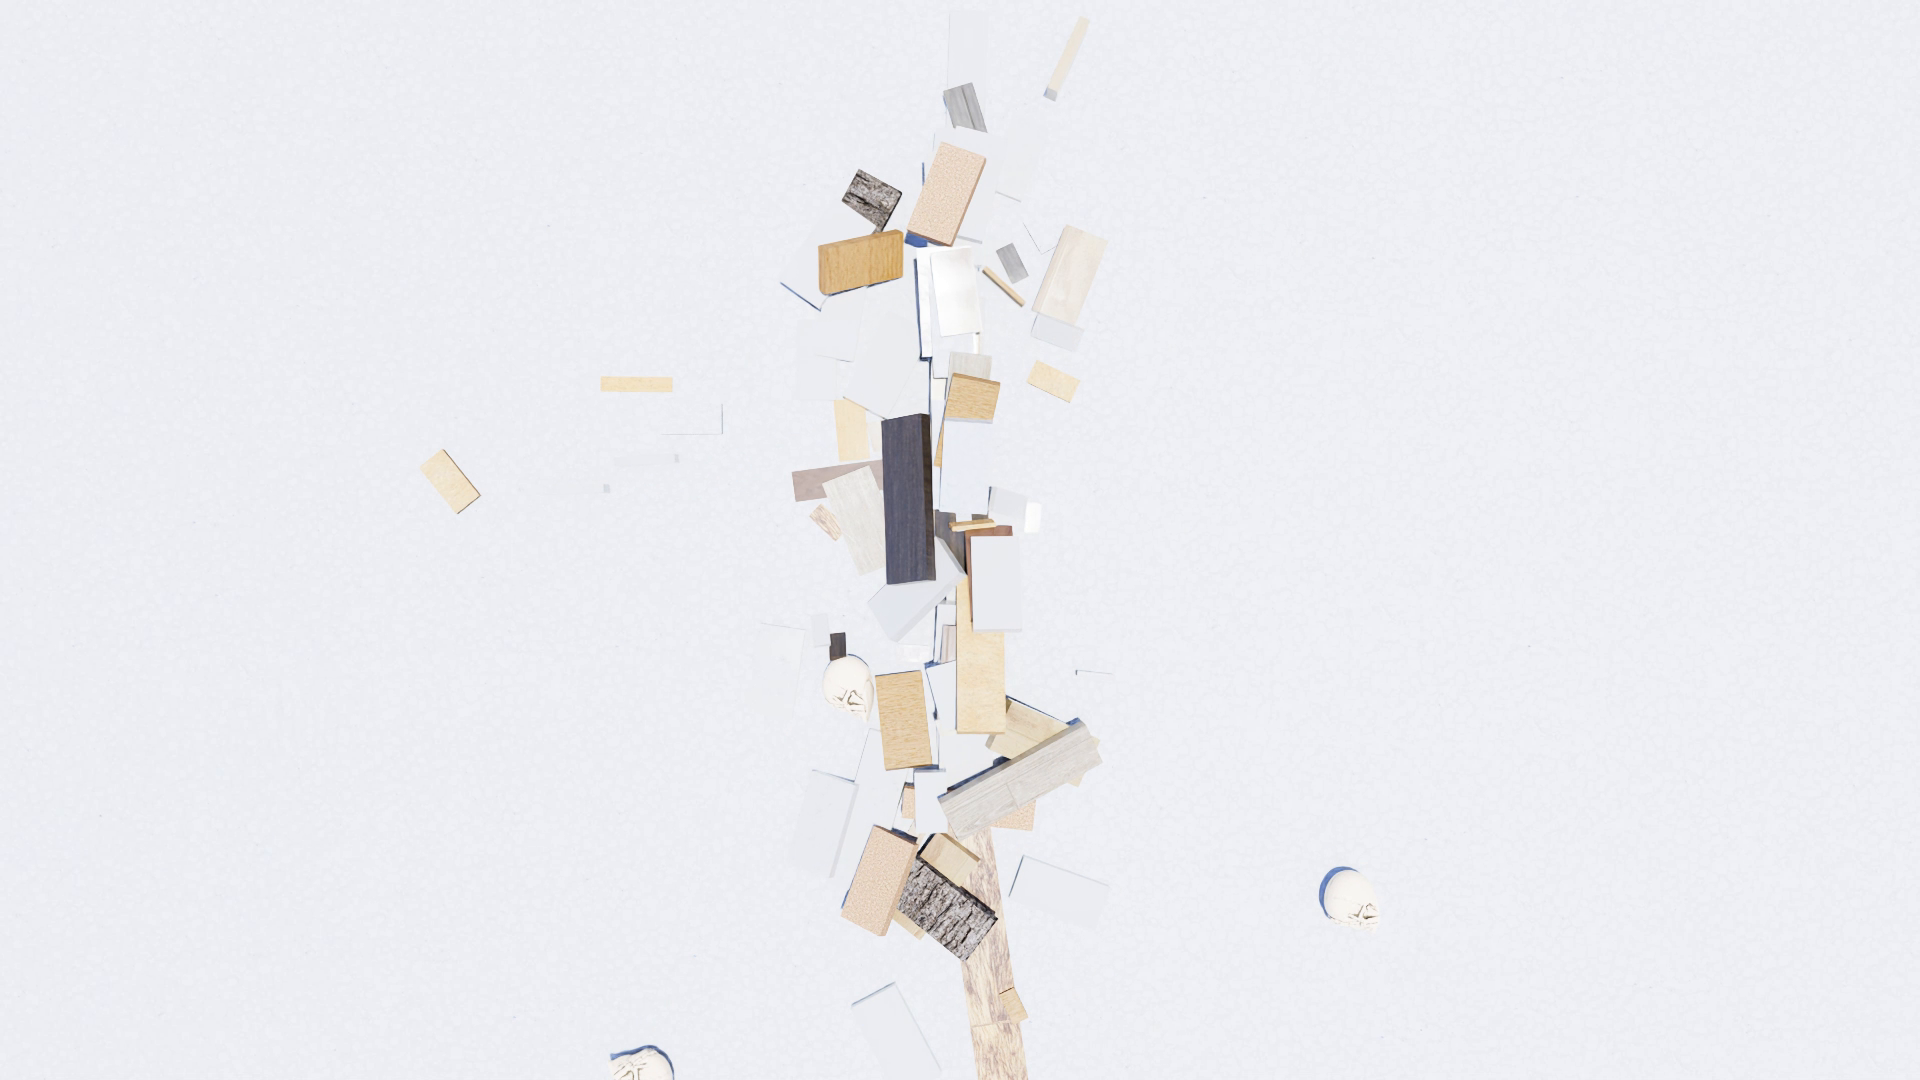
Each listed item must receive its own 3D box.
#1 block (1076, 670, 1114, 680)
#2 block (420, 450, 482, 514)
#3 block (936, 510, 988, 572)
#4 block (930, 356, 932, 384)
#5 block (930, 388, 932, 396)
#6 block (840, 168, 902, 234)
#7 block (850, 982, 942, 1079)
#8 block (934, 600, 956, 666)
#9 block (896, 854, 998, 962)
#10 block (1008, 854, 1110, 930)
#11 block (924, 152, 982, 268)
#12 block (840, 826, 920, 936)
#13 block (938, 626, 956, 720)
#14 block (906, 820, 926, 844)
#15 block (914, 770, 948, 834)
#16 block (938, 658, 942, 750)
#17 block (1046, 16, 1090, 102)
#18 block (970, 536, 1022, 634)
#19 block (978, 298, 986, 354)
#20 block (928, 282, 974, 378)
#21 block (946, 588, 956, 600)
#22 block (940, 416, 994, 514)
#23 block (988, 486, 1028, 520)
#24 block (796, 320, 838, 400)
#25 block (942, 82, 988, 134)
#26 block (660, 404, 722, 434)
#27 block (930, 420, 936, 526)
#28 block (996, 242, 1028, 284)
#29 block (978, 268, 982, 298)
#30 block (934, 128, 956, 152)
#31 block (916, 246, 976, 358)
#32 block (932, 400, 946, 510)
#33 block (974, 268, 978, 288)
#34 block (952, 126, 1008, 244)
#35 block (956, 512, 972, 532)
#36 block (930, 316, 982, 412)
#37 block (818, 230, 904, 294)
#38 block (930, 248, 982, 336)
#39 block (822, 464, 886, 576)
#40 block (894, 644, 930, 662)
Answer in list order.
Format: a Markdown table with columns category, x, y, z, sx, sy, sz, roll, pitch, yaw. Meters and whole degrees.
| category | x | y | z | sx | sy | sz | roll | pitch | yaw |
| --- | --- | --- | --- | --- | --- | --- | --- | --- | --- |
| block | 0.449 | 0.449 | 5.469 | 0.122 | 0.061 | 0.017 | 6 | 90 | 0 |
| block | -1.696 | -0.194 | 5.486 | 0.099 | 0.028 | 0.198 | -39 | 90 | 0 |
| block | 0.008 | -0.049 | 5.423 | 0.175 | 0.049 | 0.349 | -2 | 108 | 0 |
| block | -0.017 | -0.546 | 5.429 | 0.158 | 0.045 | 0.315 | -1 | 105 | 1 |
| block | -0.013 | -0.341 | 5.437 | 0.157 | 0.045 | 0.315 | -1 | 105 | 0 |
| block | -0.339 | -1.040 | 5.440 | 0.162 | 0.046 | 0.324 | 29 | 90 | 0 |
| block | -0.211 | 1.657 | 5.477 | 0.165 | 0.047 | 0.330 | -28 | 90 | 0 |
| block | -0.005 | 0.352 | 5.426 | 0.153 | 0.043 | 0.307 | 4 | 109 | -1 |
| block | -0.067 | 1.200 | 5.388 | 0.347 | 0.049 | 0.174 | 37 | 98 | 8 |
| block | 0.330 | 1.170 | 5.479 | 0.301 | 0.043 | 0.150 | 20 | 90 | 0 |
| block | -0.023 | -1.068 | 5.339 | 0.172 | 0.049 | 0.377 | -2 | 86 | 0 |
| block | -0.262 | 1.113 | 5.386 | 0.158 | 0.045 | 0.317 | 21 | 91 | 26 |
| block | 0.013 | 0.434 | 5.349 | 0.153 | 0.043 | 0.307 | 4 | 87 | 0 |
| block | -0.147 | 0.982 | 5.492 | 0.055 | 0.016 | 0.110 | 28 | 90 | 0 |
| block | -0.095 | 0.855 | 5.392 | 0.103 | 0.029 | 0.206 | -1 | 101 | 0 |
| block | 0.003 | 0.539 | 5.436 | 0.153 | 0.043 | 0.307 | 1 | 106 | 0 |
| block | 0.354 | -1.584 | 5.436 | 0.036 | 0.128 | 0.256 | 24 | 90 | 0 |
| block | 0.116 | 0.142 | 5.271 | 0.155 | 0.044 | 0.310 | 0 | 70 | -3 |
| block | 0.007 | -0.658 | 5.443 | 0.143 | 0.041 | 0.286 | 2 | 105 | 0 |
| block | -0.025 | -0.672 | 5.251 | 0.132 | 0.037 | 0.303 | -3 | 95 | 0 |
| block | -0.003 | 0.216 | 5.418 | 0.081 | 0.023 | 0.163 | 0 | 107 | 0 |
| block | 0.020 | -0.234 | 5.221 | 0.152 | 0.043 | 0.304 | 4 | 113 | 1 |
| block | 0.160 | -0.121 | 5.430 | 0.023 | 0.162 | 0.081 | 7 | 85 | 43 |
| block | -0.475 | -0.597 | 5.481 | 0.132 | 0.037 | 0.264 | 1 | 90 | 0 |
| block | 0.022 | -1.398 | 5.449 | 0.101 | 0.029 | 0.203 | -17 | 90 | 0 |
| block | -0.893 | -0.403 | 5.486 | 0.203 | 0.029 | 0.102 | 0 | 90 | 0 |
| block | -0.004 | -0.221 | 5.419 | 0.175 | 0.049 | 0.349 | -2 | 108 | 0 |
| block | 0.175 | -0.921 | 5.491 | 0.062 | 0.018 | 0.124 | -26 | 90 | 0 |
| block | -0.002 | -0.844 | 5.456 | 0.143 | 0.041 | 0.286 | 0 | 97 | 0 |
| block | -0.039 | -1.247 | 5.403 | 0.101 | 0.029 | 0.203 | 5 | 80 | 2 |
| block | -0.043 | -0.764 | 5.286 | 0.172 | 0.049 | 0.344 | -3 | 95 | 0 |
| block | -0.001 | -0.276 | 5.316 | 0.175 | 0.049 | 0.349 | -1 | 93 | 0 |
| block | -0.013 | -0.913 | 5.379 | 0.143 | 0.041 | 0.286 | 2 | 76 | 1 |
| block | 0.031 | -1.139 | 5.295 | 0.172 | 0.049 | 0.344 | 14 | 86 | 1 |
| block | 0.012 | -0.080 | 5.379 | 0.050 | 0.014 | 0.099 | -4 | 108 | 1 |
| block | -0.013 | -0.570 | 5.349 | 0.158 | 0.045 | 0.315 | 1 | 93 | 0 |
| block | -0.320 | -0.907 | 5.368 | 0.303 | 0.043 | 0.152 | -19 | 126 | -31 |
| block | -0.011 | -0.782 | 5.204 | 0.132 | 0.037 | 0.264 | -7 | 95 | 0 |
| block | -0.317 | -0.065 | 5.457 | 0.166 | 0.047 | 0.331 | -22 | 97 | 0 |
| block | -0.158 | 0.377 | 5.492 | 0.113 | 0.016 | 0.057 | 4 | 90 | 0 |
